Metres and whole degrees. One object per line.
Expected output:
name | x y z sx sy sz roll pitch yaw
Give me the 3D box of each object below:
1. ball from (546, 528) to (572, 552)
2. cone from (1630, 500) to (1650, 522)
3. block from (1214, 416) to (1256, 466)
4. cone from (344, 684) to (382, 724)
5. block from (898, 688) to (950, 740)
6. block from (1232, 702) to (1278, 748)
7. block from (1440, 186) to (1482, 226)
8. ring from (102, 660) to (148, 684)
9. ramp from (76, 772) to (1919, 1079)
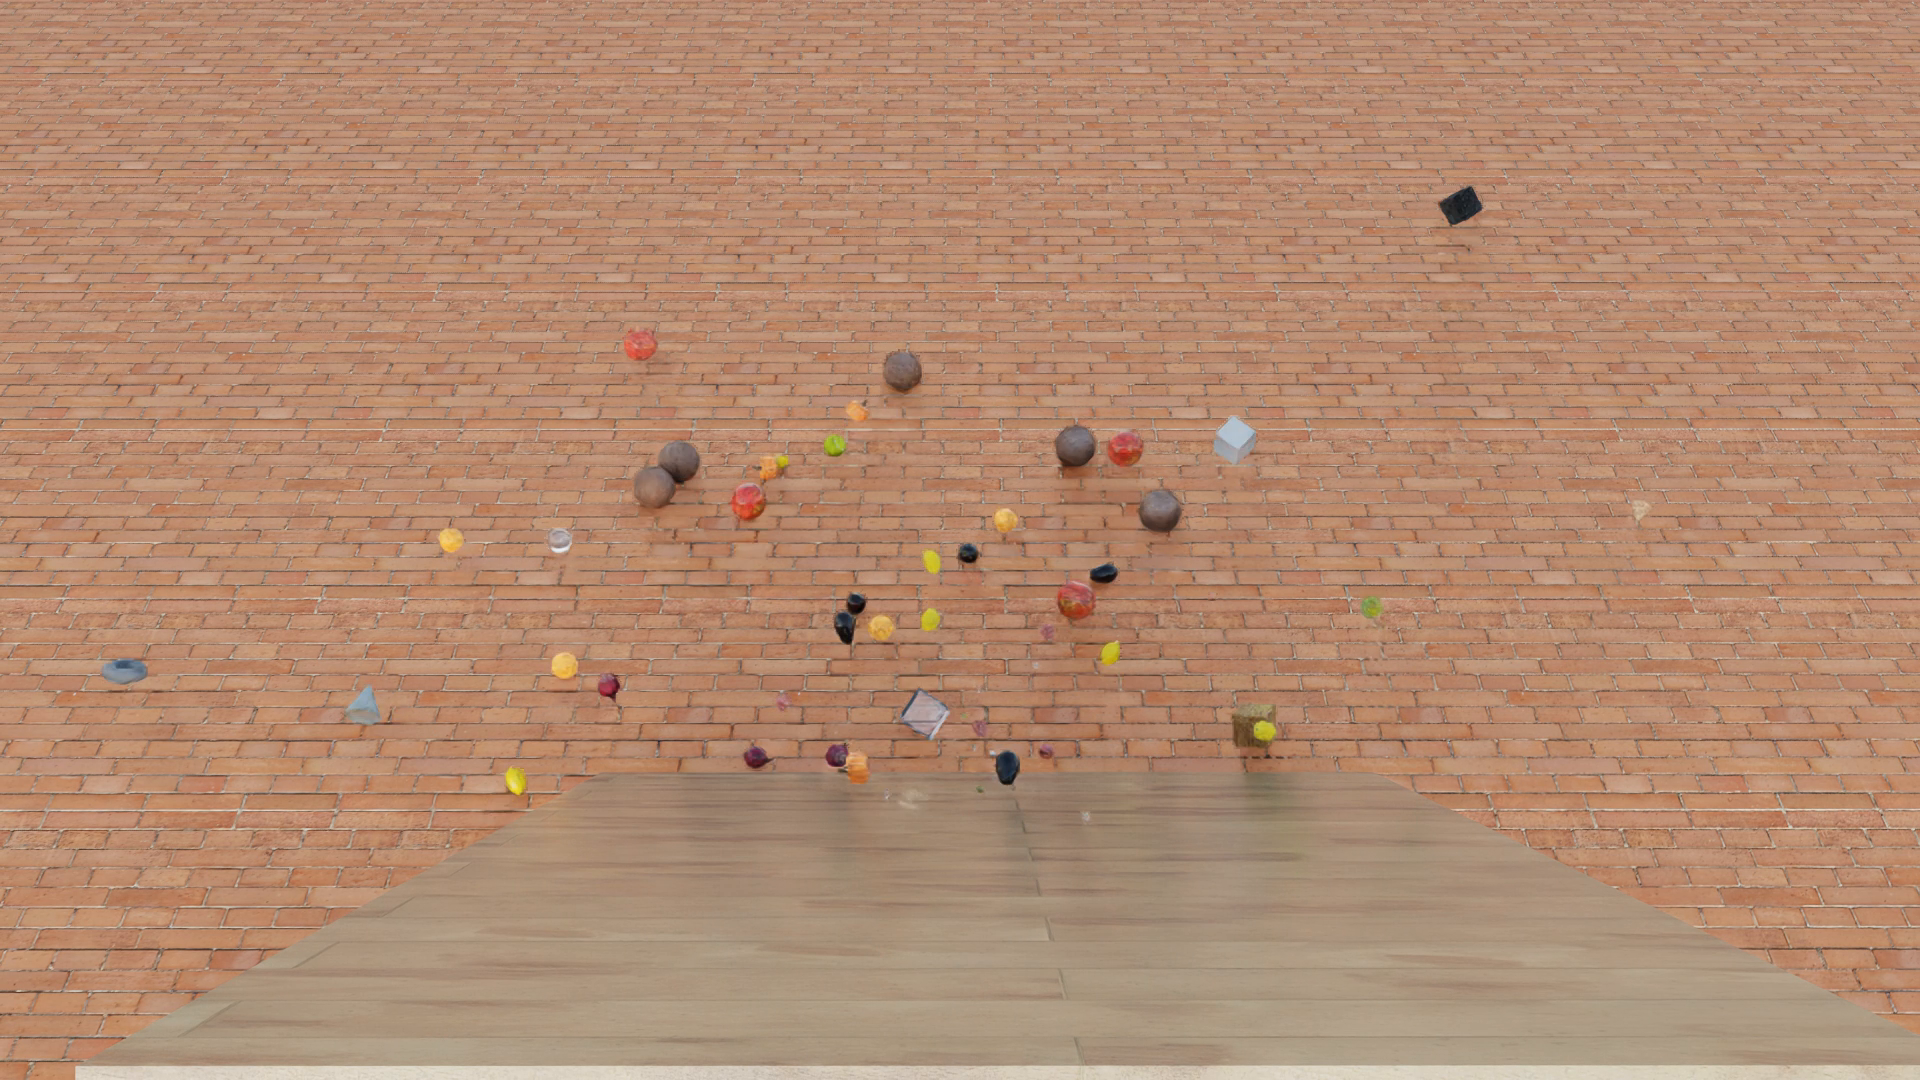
ball | -1.201 0.001 7.768 0.075 0.075 0.075 0 32 0
cone | 2.080 -0.078 7.939 0.062 0.062 0.062 11 60 17
block | 0.852 -0.306 8.031 0.090 0.090 0.090 37 64 21
cone | -1.608 0.432 7.020 0.100 0.100 0.100 3 61 4
block | -0.094 0.466 6.931 0.095 0.095 0.095 33 82 9
block | 0.790 0.496 6.932 0.090 0.090 0.090 2 19 26
block | 1.870 -1.246 9.671 0.097 0.097 0.097 -34 8 -27
ring | -2.273 0.358 7.054 0.122 0.041 0.122 3 16 -1
ramp | 0.071 0.626 4.718 2.000 0.100 4.000 0 -1 0
